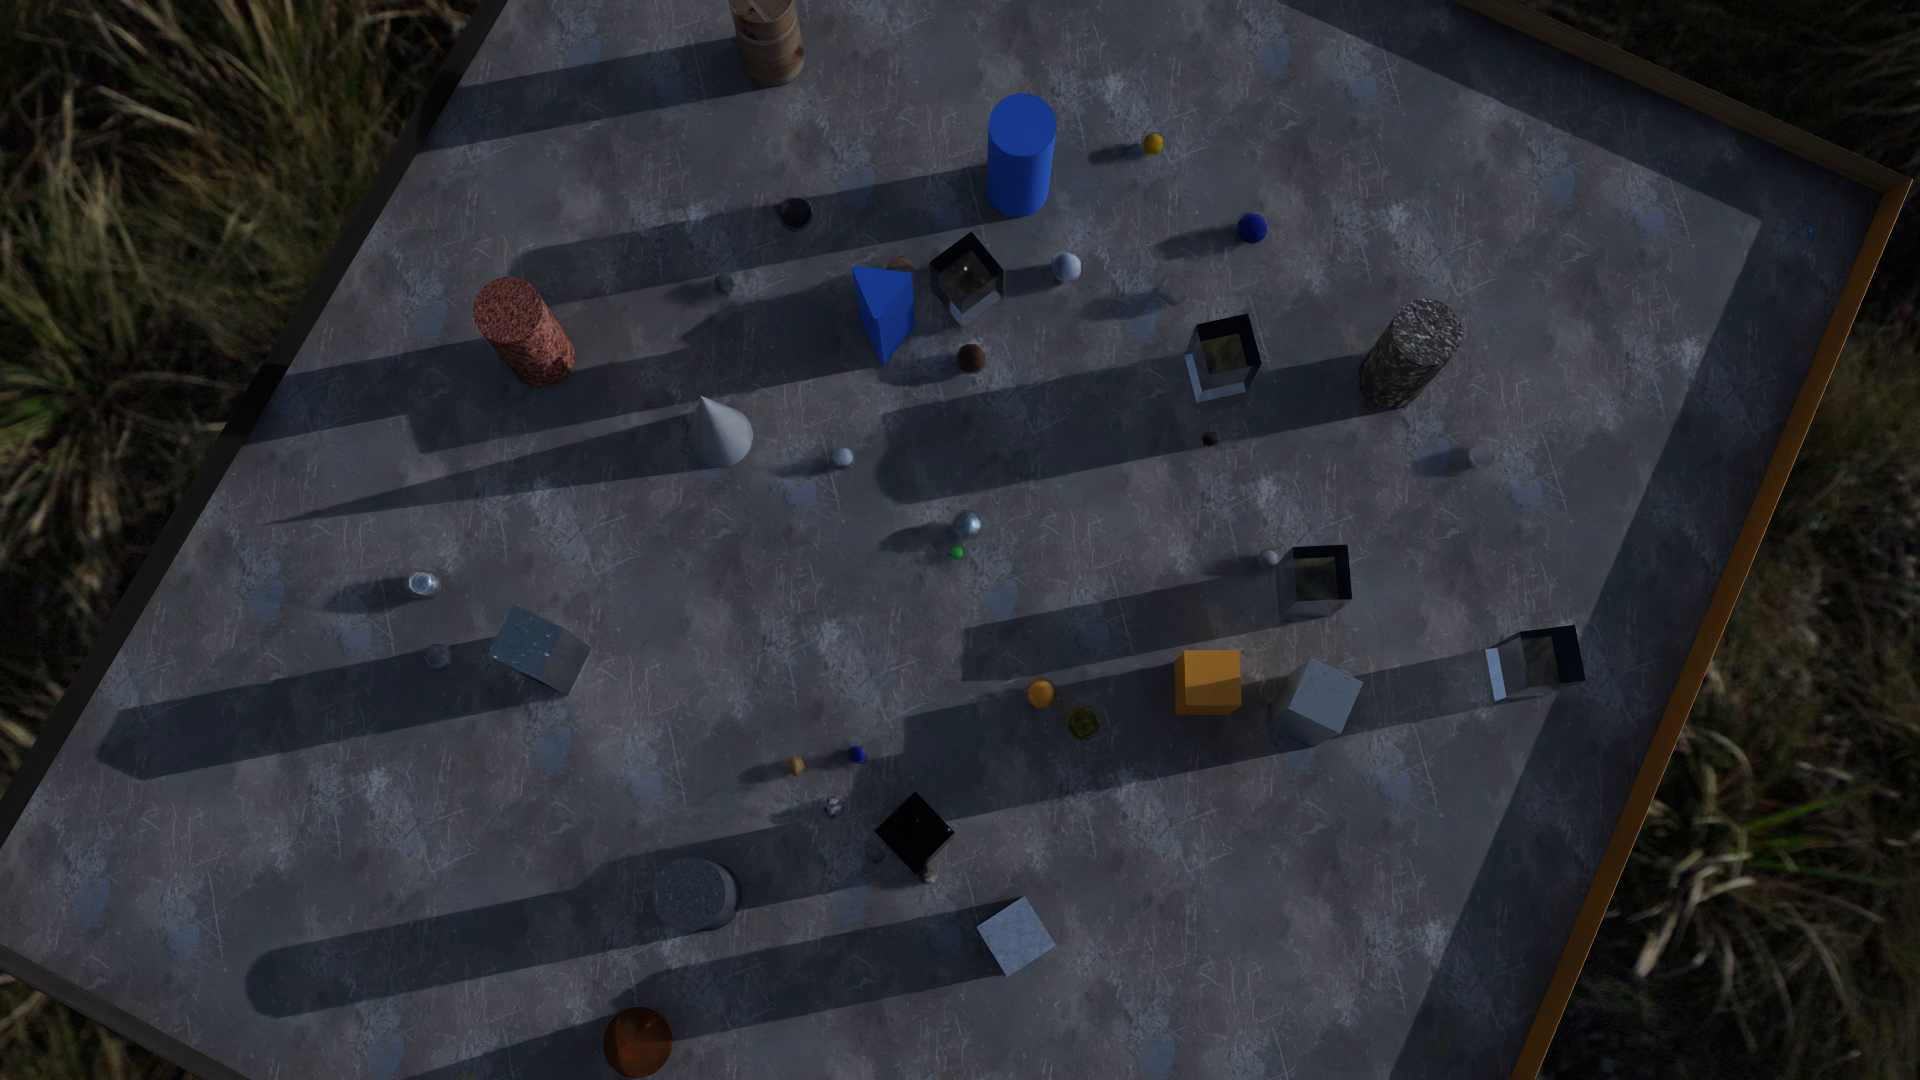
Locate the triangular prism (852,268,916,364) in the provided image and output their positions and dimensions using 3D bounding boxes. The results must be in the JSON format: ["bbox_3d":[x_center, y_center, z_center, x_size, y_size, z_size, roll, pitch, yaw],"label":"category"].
[{"bbox_3d":[-0.252,-0.704,5.535,0.150,0.446,0.173,36,81,7],"label":"triangular prism"}]

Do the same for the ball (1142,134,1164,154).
[{"bbox_3d":[0.615,-1.263,5.845,0.066,0.066,0.066,0,78,0],"label":"ball"}]

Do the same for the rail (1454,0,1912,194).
[{"bbox_3d":[1.041,-2.033,5.970,4.298,0.130,0.045,26,80,5],"label":"rail"}]

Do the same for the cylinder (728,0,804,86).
[{"bbox_3d":[-0.602,-1.605,5.728,0.200,0.432,0.200,0,78,0],"label":"cylinder"}]

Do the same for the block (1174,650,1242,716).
[{"bbox_3d":[0.727,0.422,5.399,0.160,0.256,0.160,0,78,0],"label":"block"}]

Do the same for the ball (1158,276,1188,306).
[{"bbox_3d":[0.666,-0.778,5.730,0.093,0.093,0.093,0,78,0],"label":"ball"}]

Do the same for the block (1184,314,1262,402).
[{"bbox_3d":[0.797,-0.551,5.579,0.160,0.297,0.160,-12,79,-3],"label":"block"}]

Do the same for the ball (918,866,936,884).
[{"bbox_3d":[-0.095,0.986,5.386,0.052,0.052,0.052,0,78,0],"label":"ball"}]

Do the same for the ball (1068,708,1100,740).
[{"bbox_3d":[0.367,0.547,5.454,0.096,0.096,0.096,0,78,0],"label":"ball"}]

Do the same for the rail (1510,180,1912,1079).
[{"bbox_3d":[1.901,0.938,5.355,0.045,0.130,4.705,26,80,5],"label":"rail"}]

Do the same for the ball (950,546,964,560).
[{"bbox_3d":[-0.011,0.038,5.588,0.042,0.042,0.042,0,78,0],"label":"ball"}]

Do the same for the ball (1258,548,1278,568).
[{"bbox_3d":[0.937,0.057,5.574,0.060,0.060,0.060,0,78,0],"label":"ball"}]

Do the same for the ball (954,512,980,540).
[{"bbox_3d":[0.022,-0.043,5.583,0.084,0.084,0.084,0,78,0],"label":"ball"}]

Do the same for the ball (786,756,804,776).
[{"bbox_3d":[-0.490,0.672,5.450,0.054,0.054,0.054,0,78,0],"label":"ball"}]

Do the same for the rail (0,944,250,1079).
[{"bbox_3d":[-1.041,2.047,5.126,4.298,0.130,0.045,26,80,5],"label":"rail"}]

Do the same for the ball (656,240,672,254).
[{"bbox_3d":[-0.934,-0.925,5.785,0.046,0.046,0.046,0,78,0],"label":"ball"}]

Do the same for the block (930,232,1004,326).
[{"bbox_3d":[0.021,-0.802,5.657,0.160,0.246,0.160,-37,81,-7],"label":"block"}]

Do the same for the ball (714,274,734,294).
[{"bbox_3d":[-0.740,-0.803,5.749,0.066,0.066,0.066,0,78,0],"label":"ball"}]

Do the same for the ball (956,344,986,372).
[{"bbox_3d":[0.034,-0.565,5.688,0.089,0.089,0.089,0,78,0],"label":"ball"}]

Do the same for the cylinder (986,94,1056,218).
[{"bbox_3d":[0.184,-1.172,5.617,0.200,0.474,0.200,0,78,0],"label":"cylinder"}]

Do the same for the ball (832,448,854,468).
[{"bbox_3d":[-0.362,-0.253,5.636,0.065,0.065,0.065,0,78,0],"label":"ball"}]

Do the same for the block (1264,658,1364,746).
[{"bbox_3d":[1.022,0.475,5.315,0.160,0.398,0.160,26,79,5],"label":"block"}]

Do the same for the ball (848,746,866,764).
[{"bbox_3d":[-0.307,0.638,5.458,0.053,0.053,0.053,0,78,0],"label":"ball"}]

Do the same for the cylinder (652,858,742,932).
[{"bbox_3d":[-0.743,1.010,5.209,0.200,0.389,0.200,0,78,0],"label":"cylinder"}]

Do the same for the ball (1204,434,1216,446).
[{"bbox_3d":[0.771,-0.309,5.660,0.041,0.041,0.041,0,78,0],"label":"ball"}]

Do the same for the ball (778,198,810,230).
[{"bbox_3d":[-0.521,-1.030,5.779,0.100,0.100,0.100,0,78,0],"label":"ball"}]

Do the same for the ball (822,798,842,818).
[{"bbox_3d":[-0.376,0.791,5.422,0.060,0.060,0.060,0,78,0],"label":"ball"}]

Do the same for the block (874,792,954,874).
[{"bbox_3d":[-0.128,0.849,5.292,0.160,0.291,0.160,-43,82,-8],"label":"block"}]

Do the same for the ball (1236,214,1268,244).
[{"bbox_3d":[0.920,-0.981,5.771,0.096,0.096,0.096,0,78,0],"label":"ball"}]

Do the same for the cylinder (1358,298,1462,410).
[{"bbox_3d":[1.341,-0.550,5.491,0.200,0.470,0.200,0,78,0],"label":"cylinder"}]

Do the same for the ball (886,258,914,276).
[{"bbox_3d":[-0.189,-0.841,5.746,0.087,0.087,0.087,0,78,0],"label":"ball"}]

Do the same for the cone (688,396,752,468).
[{"bbox_3d":[-0.742,-0.367,5.463,0.200,0.450,0.200,0,78,0],"label":"cone"}]

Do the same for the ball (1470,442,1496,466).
[{"bbox_3d":[1.606,-0.265,5.632,0.077,0.077,0.077,0,78,0],"label":"ball"}]

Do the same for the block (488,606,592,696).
[{"bbox_3d":[-1.221,0.326,5.347,0.160,0.397,0.160,24,79,5],"label":"block"}]

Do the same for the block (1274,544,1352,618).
[{"bbox_3d":[1.046,0.126,5.437,0.160,0.301,0.160,-3,78,-1],"label":"block"}]

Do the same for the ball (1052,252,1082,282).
[{"bbox_3d":[0.335,-0.854,5.746,0.093,0.093,0.093,0,78,0],"label":"ball"}]

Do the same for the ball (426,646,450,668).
[{"bbox_3d":[-1.570,0.352,5.509,0.069,0.069,0.069,0,78,0],"label":"ball"}]

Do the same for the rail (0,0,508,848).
[{"bbox_3d":[-1.901,-0.924,5.741,0.045,0.130,4.705,26,80,5],"label":"rail"}]

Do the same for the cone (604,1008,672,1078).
[{"bbox_3d":[-0.934,1.426,5.163,0.200,0.310,0.200,0,78,0],"label":"cone"}]

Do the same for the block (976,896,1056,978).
[{"bbox_3d":[0.154,1.126,5.213,0.160,0.334,0.160,-32,80,-6],"label":"block"}]

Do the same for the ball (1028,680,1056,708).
[{"bbox_3d":[0.243,0.462,5.479,0.084,0.084,0.084,0,78,0],"label":"ball"}]

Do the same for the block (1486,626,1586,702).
[{"bbox_3d":[1.679,0.364,5.364,0.160,0.348,0.160,-7,78,-1],"label":"block"}]

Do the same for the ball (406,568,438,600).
[{"bbox_3d":[-1.626,0.132,5.541,0.096,0.096,0.096,0,78,0],"label":"ball"}]

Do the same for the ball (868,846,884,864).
[{"bbox_3d":[-0.248,0.928,5.398,0.052,0.052,0.052,0,78,0],"label":"ball"}]

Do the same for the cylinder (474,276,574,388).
[{"bbox_3d":[-1.305,-0.618,5.512,0.200,0.456,0.200,0,78,0],"label":"cylinder"}]
